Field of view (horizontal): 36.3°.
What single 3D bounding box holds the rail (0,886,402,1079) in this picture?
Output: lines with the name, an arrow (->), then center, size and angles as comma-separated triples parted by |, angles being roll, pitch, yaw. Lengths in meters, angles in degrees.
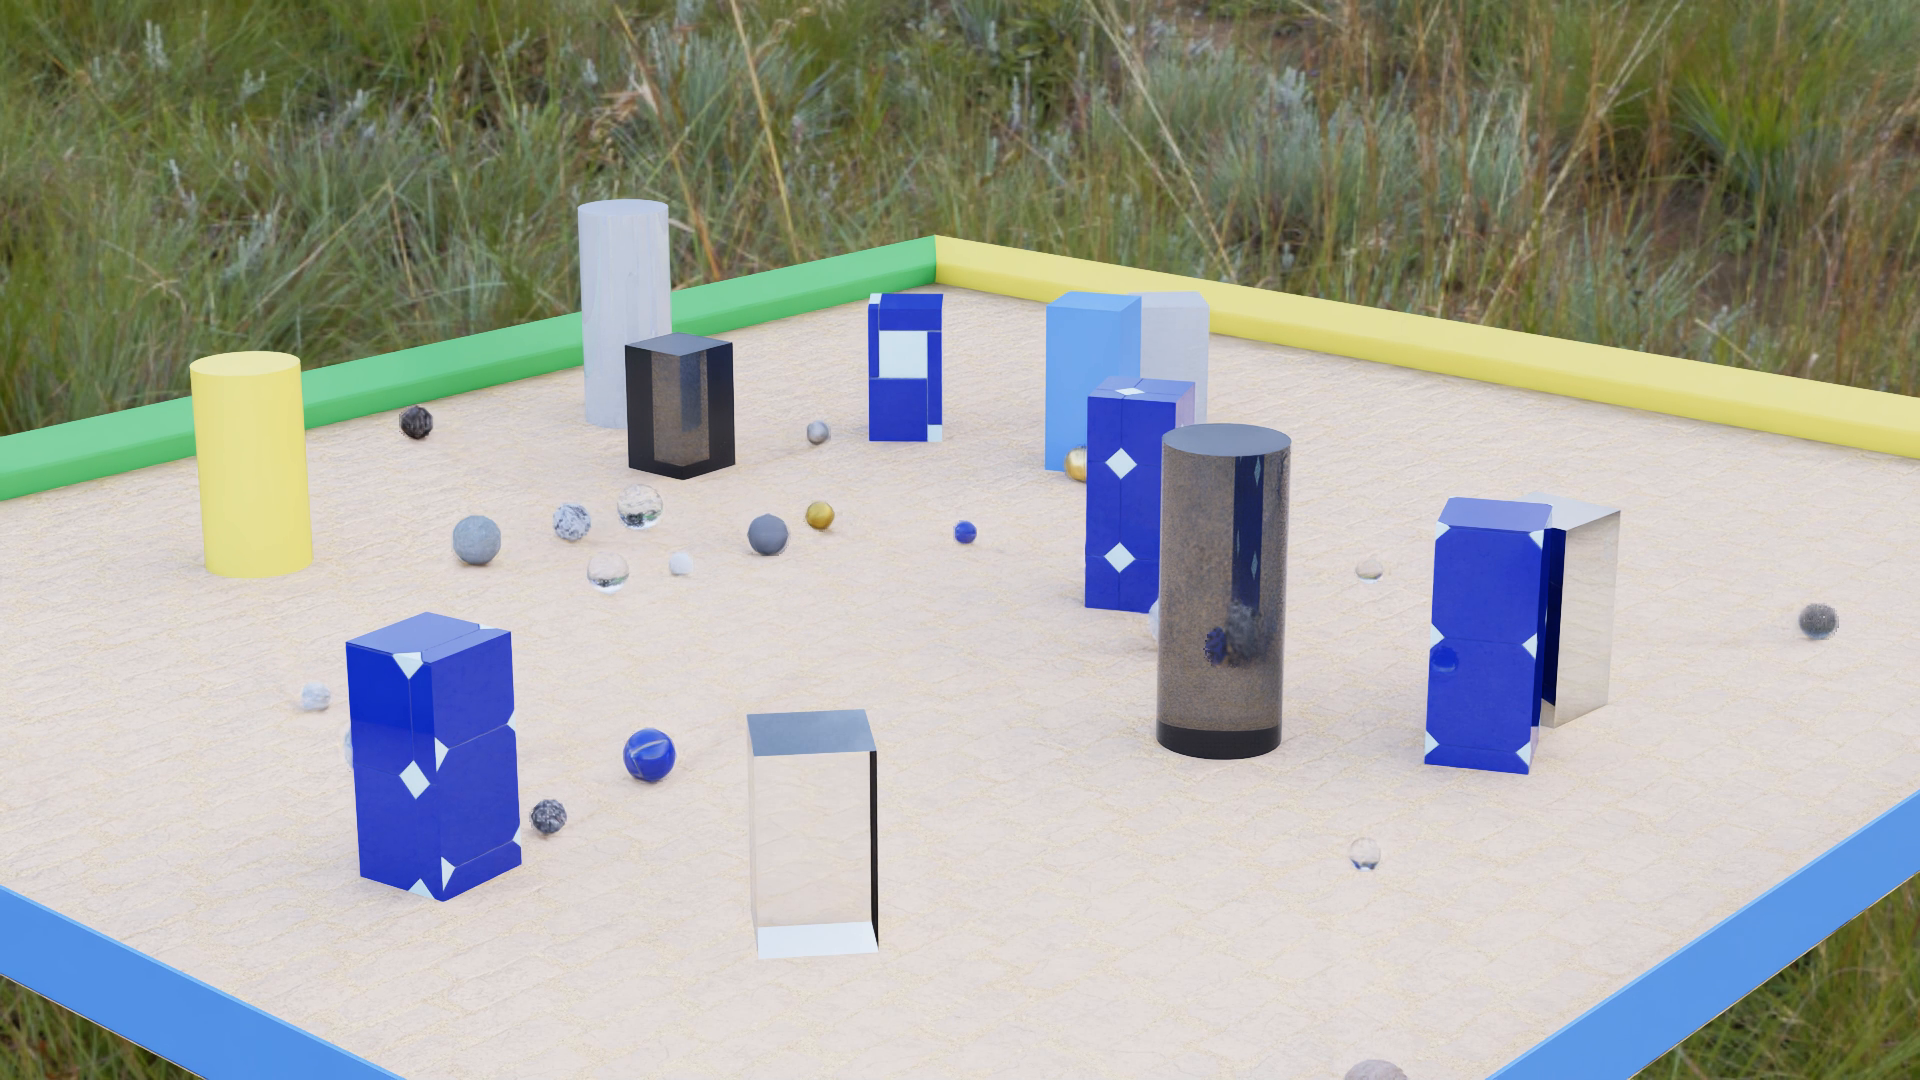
rail -> -1.268, 0.453, 3.722 | 3.574, 0.124, 0.045 | 14, 22, 39

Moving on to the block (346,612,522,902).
block -> -0.701, 0.287, 3.915 | 0.152, 0.333, 0.152 | 11, 20, 32

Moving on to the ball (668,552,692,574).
ball -> -0.499, 0.042, 5.233 | 0.041, 0.041, 0.041 | 0, 17, 0

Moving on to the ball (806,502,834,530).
ball -> -0.262, -0.046, 5.497 | 0.055, 0.055, 0.055 | 0, 17, 0

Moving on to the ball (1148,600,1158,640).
ball -> 0.356, 0.133, 4.845 | 0.090, 0.090, 0.090 | 0, 17, 0

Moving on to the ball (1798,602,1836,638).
ball -> 1.430, 0.135, 4.890 | 0.060, 0.060, 0.060 | 0, 17, 0

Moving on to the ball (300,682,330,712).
ball -> -1.001, 0.243, 4.557 | 0.046, 0.046, 0.046 | 0, 17, 0

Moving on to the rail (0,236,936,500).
rail -> -1.331, -0.303, 6.227 | 0.045, 0.124, 3.916 | 14, 22, 39

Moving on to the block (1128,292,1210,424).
block -> 0.442, -0.385, 6.262 | 0.152, 0.263, 0.152 | -1, 17, -4

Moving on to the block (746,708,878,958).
block -> -0.188, 0.373, 3.736 | 0.152, 0.272, 0.152 | -2, 17, -7

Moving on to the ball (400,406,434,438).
ball -> -1.137, -0.246, 6.138 | 0.068, 0.068, 0.068 | 0, 17, 0

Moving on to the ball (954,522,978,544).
ball -> 0.011, -0.013, 5.411 | 0.043, 0.043, 0.043 | 0, 17, 0

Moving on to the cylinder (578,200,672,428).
cylinder -> -0.710, -0.482, 6.245 | 0.191, 0.458, 0.191 | 0, 17, 0

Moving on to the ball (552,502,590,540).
ball -> -0.719, -0.034, 5.430 | 0.071, 0.071, 0.071 | 0, 17, 0

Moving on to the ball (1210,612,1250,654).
ball -> 0.444, 0.153, 4.820 | 0.066, 0.066, 0.066 | 0, 17, 0

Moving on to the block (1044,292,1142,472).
block -> 0.268, -0.316, 5.904 | 0.152, 0.337, 0.152 | 6, 18, 19

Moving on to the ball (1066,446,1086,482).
ball -> 0.244, -0.152, 5.821 | 0.070, 0.070, 0.070 | 0, 17, 0

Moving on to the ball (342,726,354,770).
ball -> -0.855, 0.301, 4.284 | 0.093, 0.093, 0.093 | 0, 17, 0

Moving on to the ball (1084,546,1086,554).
ball -> 0.253, 0.018, 5.281 | 0.058, 0.058, 0.058 | 0, 17, 0

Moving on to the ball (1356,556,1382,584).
ball -> 0.723, 0.054, 5.179 | 0.048, 0.048, 0.048 | 0, 17, 0

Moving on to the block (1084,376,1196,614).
block -> 0.310, -0.078, 5.050 | 0.152, 0.375, 0.152 | 5, 18, 16

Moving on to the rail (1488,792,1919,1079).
rail -> 1.331, 0.365, 4.014 | 0.045, 0.124, 3.916 | 14, 22, 39

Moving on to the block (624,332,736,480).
block -> -0.562, -0.271, 5.899 | 0.152, 0.254, 0.152 | 13, 21, 37

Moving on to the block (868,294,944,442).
block -> -0.113, -0.363, 6.153 | 0.152, 0.282, 0.152 | 0, 17, 1

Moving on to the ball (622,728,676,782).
ball -> -0.452, 0.313, 4.270 | 0.078, 0.078, 0.078 | 0, 17, 0

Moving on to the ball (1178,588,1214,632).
ball -> 0.390, 0.118, 4.919 | 0.075, 0.075, 0.075 | 0, 17, 0

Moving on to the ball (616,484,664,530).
ball -> -0.600, -0.062, 5.496 | 0.086, 0.086, 0.086 | 0, 17, 0

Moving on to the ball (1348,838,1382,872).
ball -> 0.547, 0.424, 3.958 | 0.045, 0.045, 0.045 | 0, 17, 0

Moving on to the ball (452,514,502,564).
ball -> -0.871, -0.001, 5.289 | 0.089, 0.089, 0.089 | 0, 17, 0

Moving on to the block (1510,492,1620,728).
block -> 0.906, 0.106, 4.541 | 0.152, 0.317, 0.152 | 15, 23, 41

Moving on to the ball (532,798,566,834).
ball -> -0.572, 0.385, 4.083 | 0.048, 0.048, 0.048 | 0, 17, 0

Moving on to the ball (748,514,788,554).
ball -> -0.350, -0.010, 5.346 | 0.074, 0.074, 0.074 | 0, 17, 0

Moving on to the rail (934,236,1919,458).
rail -> 1.268, -0.391, 6.519 | 3.574, 0.124, 0.045 | 14, 22, 39

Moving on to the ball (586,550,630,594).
ball -> -0.616, 0.056, 5.125 | 0.075, 0.075, 0.075 | 0, 17, 0

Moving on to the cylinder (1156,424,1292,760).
cylinder -> 0.392, 0.076, 4.382 | 0.191, 0.467, 0.191 | 0, 17, 0

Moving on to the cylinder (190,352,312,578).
cylinder -> -1.267, -0.136, 5.252 | 0.191, 0.370, 0.191 | 0, 17, 0

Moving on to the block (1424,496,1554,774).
block -> 0.782, 0.140, 4.337 | 0.152, 0.371, 0.152 | 5, 17, 16

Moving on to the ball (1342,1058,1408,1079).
ball -> 0.462, 0.617, 3.255 | 0.082, 0.082, 0.082 | 0, 17, 0

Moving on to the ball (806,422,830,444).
ball -> -0.296, -0.223, 6.093 | 0.049, 0.049, 0.049 | 0, 17, 0
